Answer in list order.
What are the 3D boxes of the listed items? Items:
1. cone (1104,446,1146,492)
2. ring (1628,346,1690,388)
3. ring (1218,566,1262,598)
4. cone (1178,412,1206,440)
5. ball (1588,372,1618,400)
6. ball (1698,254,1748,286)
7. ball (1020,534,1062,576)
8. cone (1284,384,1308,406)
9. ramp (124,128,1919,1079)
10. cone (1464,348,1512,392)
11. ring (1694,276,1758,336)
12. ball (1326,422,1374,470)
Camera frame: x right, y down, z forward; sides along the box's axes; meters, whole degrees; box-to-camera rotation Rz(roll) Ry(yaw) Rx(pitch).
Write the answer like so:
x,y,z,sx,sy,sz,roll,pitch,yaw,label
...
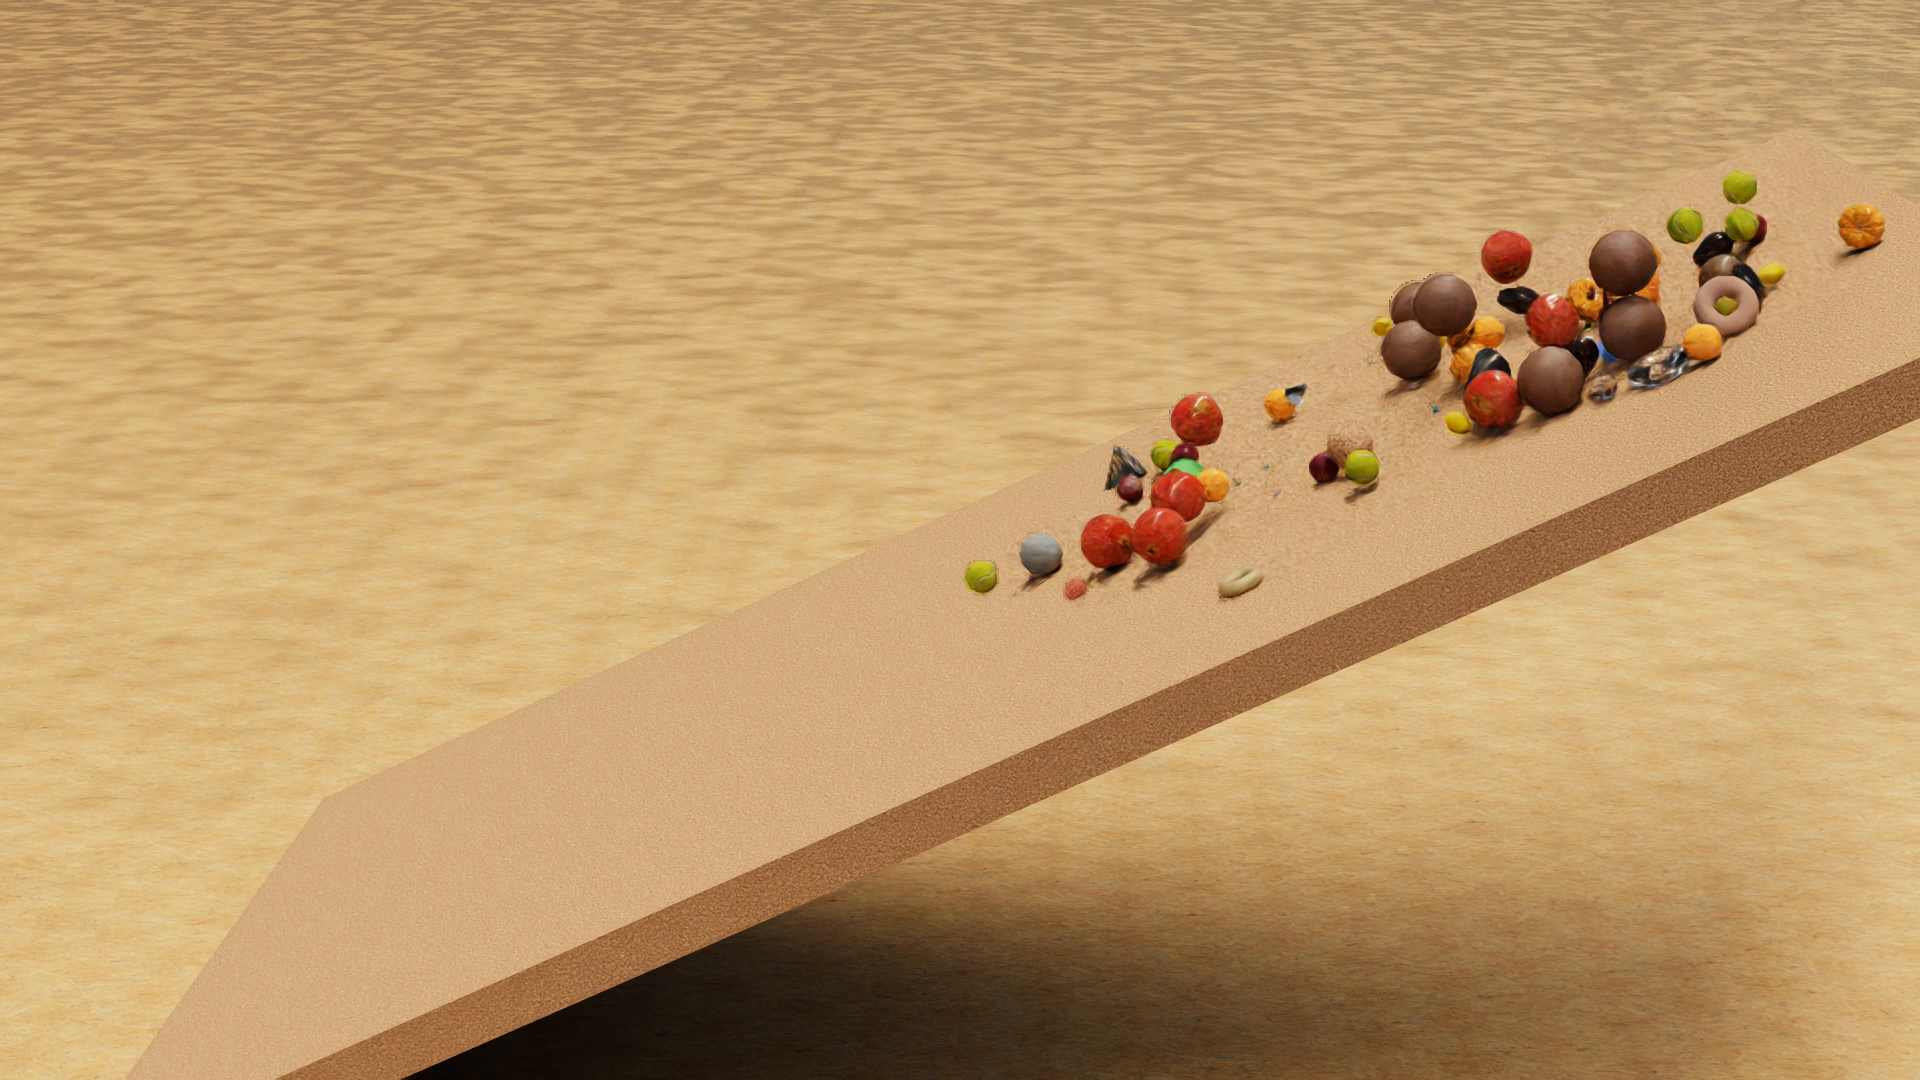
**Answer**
x,y,z,sx,sy,sz,roll,pitch,yaw,label
0.359,-0.146,6.735,0.098,0.098,0.098,35,19,-14,cone
1.328,-0.328,5.595,0.124,0.041,0.124,-26,14,7,ring
0.533,0.080,5.583,0.090,0.030,0.090,-24,14,6,ring
0.552,-0.269,6.848,0.066,0.066,0.066,14,17,40,cone
1.229,-0.293,5.620,0.055,0.055,0.055,0,16,0,ball
1.515,-0.519,5.844,0.096,0.096,0.096,0,16,0,ball
0.174,0.031,6.318,0.091,0.091,0.091,0,16,0,ball
0.758,-0.333,6.549,0.050,0.050,0.050,31,34,-24,cone
0.137,0.168,6.282,4.000,0.100,2.000,-24,13,9,ramp
1.024,-0.318,5.810,0.093,0.093,0.093,-31,32,-34,cone
1.469,-0.449,5.641,0.122,0.122,0.041,3,-15,11,ring
0.788,-0.190,5.948,0.094,0.094,0.094,0,16,0,ball
